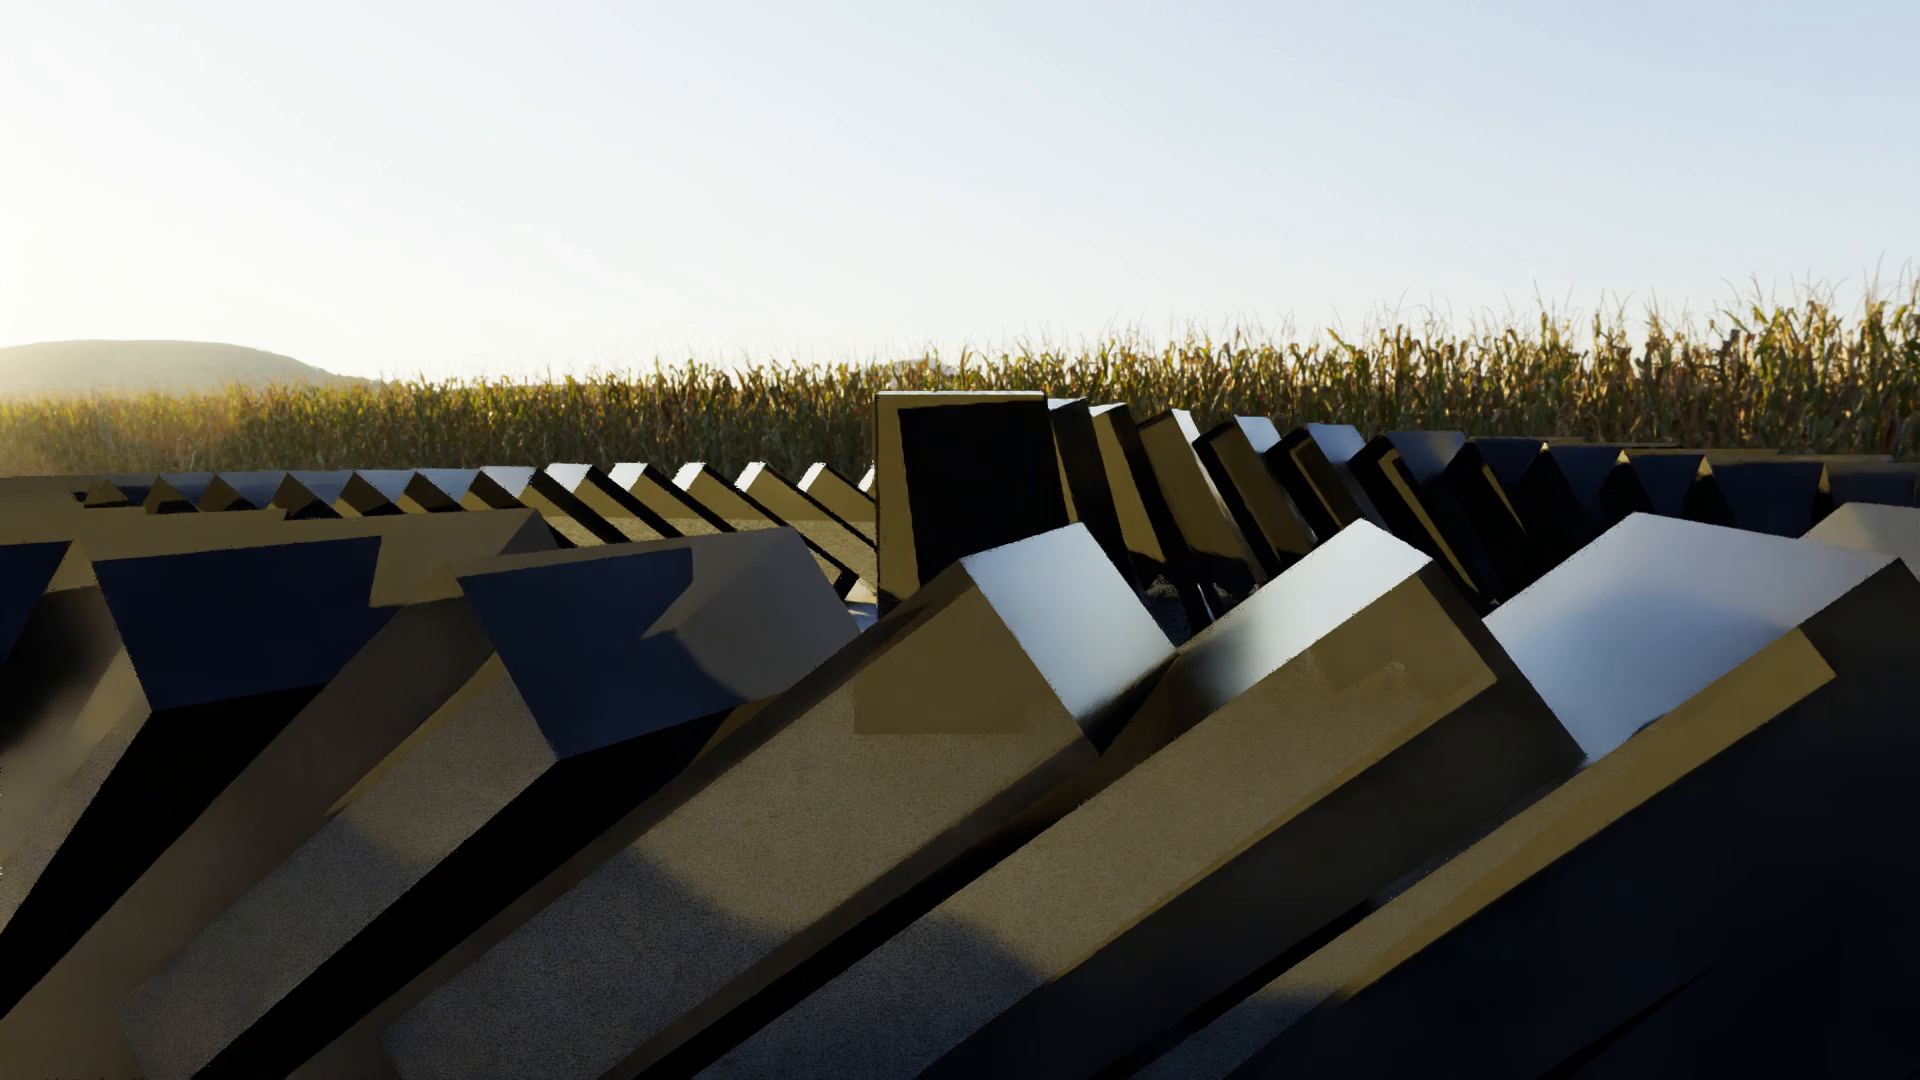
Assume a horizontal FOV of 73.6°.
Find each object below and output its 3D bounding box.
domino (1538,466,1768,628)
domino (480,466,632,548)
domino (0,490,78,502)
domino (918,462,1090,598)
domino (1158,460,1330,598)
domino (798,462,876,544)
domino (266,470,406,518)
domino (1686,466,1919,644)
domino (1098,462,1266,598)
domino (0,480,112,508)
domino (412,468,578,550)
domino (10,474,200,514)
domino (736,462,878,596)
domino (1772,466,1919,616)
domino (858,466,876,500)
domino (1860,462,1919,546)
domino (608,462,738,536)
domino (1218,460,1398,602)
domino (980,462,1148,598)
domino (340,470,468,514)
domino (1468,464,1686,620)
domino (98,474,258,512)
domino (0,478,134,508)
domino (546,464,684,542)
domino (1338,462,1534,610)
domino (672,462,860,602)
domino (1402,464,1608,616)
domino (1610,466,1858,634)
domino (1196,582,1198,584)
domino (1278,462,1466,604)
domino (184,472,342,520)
[{"bbox_3d":[0.171,0.000,0.318,0.025,0.010,0.050,-4,42,-44],"label":"domino"},{"bbox_3d":[-0.089,0.001,0.301,0.025,0.009,0.050,4,-31,42],"label":"domino"},{"bbox_3d":[-0.113,0.012,0.154,0.025,0.010,0.050,-1,-32,-14],"label":"domino"},{"bbox_3d":[0.012,-0.003,0.362,0.050,0.009,0.025,36,0,-7],"label":"domino"},{"bbox_3d":[0.081,-0.004,0.366,0.050,0.009,0.025,39,15,13],"label":"domino"},{"bbox_3d":[-0.021,-0.003,0.353,0.050,0.010,0.025,36,-5,-13],"label":"domino"},{"bbox_3d":[-0.113,0.005,0.255,0.025,0.009,0.050,2,-32,27],"label":"domino"},{"bbox_3d":[0.195,0.002,0.293,0.025,0.010,0.050,-3,41,-36],"label":"domino"},{"bbox_3d":[0.063,-0.004,0.367,0.050,0.010,0.025,37,9,5],"label":"domino"},{"bbox_3d":[-0.119,0.011,0.171,0.025,0.009,0.050,-1,-33,-7],"label":"domino"},{"bbox_3d":[-0.098,0.002,0.286,0.025,0.009,0.050,3,-31,36],"label":"domino"},{"bbox_3d":[-0.125,0.008,0.205,0.025,0.010,0.050,0,-33,11],"label":"domino"},{"bbox_3d":[-0.037,-0.002,0.346,0.050,0.010,0.025,37,-8,-17],"label":"domino"},{"bbox_3d":[0.207,0.003,0.280,0.025,0.009,0.050,-2,42,-28],"label":"domino"},{"bbox_3d":[-0.005,-0.003,0.358,0.050,0.009,0.025,36,-3,-11],"label":"domino"},{"bbox_3d":[0.217,0.003,0.266,0.025,0.010,0.050,-2,43,-22],"label":"domino"},{"bbox_3d":[-0.066,-0.001,0.327,0.050,0.009,0.025,40,-17,-27],"label":"domino"},{"bbox_3d":[0.098,-0.003,0.362,0.050,0.010,0.025,41,19,18],"label":"domino"},{"bbox_3d":[0.029,-0.003,0.365,0.050,0.010,0.025,36,3,-3],"label":"domino"},{"bbox_3d":[-0.107,0.004,0.271,0.025,0.010,0.050,3,-31,32],"label":"domino"},{"bbox_3d":[0.157,-0.001,0.328,0.025,0.009,0.050,-5,42,-48],"label":"domino"},{"bbox_3d":[-0.123,0.007,0.223,0.025,0.010,0.050,1,-32,19],"label":"domino"},{"bbox_3d":[-0.124,0.009,0.188,0.025,0.010,0.050,0,-33,3],"label":"domino"},{"bbox_3d":[-0.079,0.000,0.315,0.025,0.010,0.050,5,-30,51],"label":"domino"},{"bbox_3d":[0.129,-0.002,0.347,0.050,0.010,0.025,43,26,24],"label":"domino"},{"bbox_3d":[-0.052,-0.002,0.338,0.050,0.010,0.025,38,-11,-21],"label":"domino"},{"bbox_3d":[0.144,-0.001,0.338,0.050,0.009,0.025,45,29,27],"label":"domino"},{"bbox_3d":[0.184,0.001,0.306,0.025,0.009,0.050,-4,41,-40],"label":"domino"},{"bbox_3d":[0.046,-0.003,0.366,0.050,0.010,0.025,36,6,0],"label":"domino"},{"bbox_3d":[0.114,-0.003,0.355,0.050,0.009,0.025,42,23,22],"label":"domino"},{"bbox_3d":[-0.119,0.006,0.239,0.025,0.010,0.050,1,-32,22],"label":"domino"}]
